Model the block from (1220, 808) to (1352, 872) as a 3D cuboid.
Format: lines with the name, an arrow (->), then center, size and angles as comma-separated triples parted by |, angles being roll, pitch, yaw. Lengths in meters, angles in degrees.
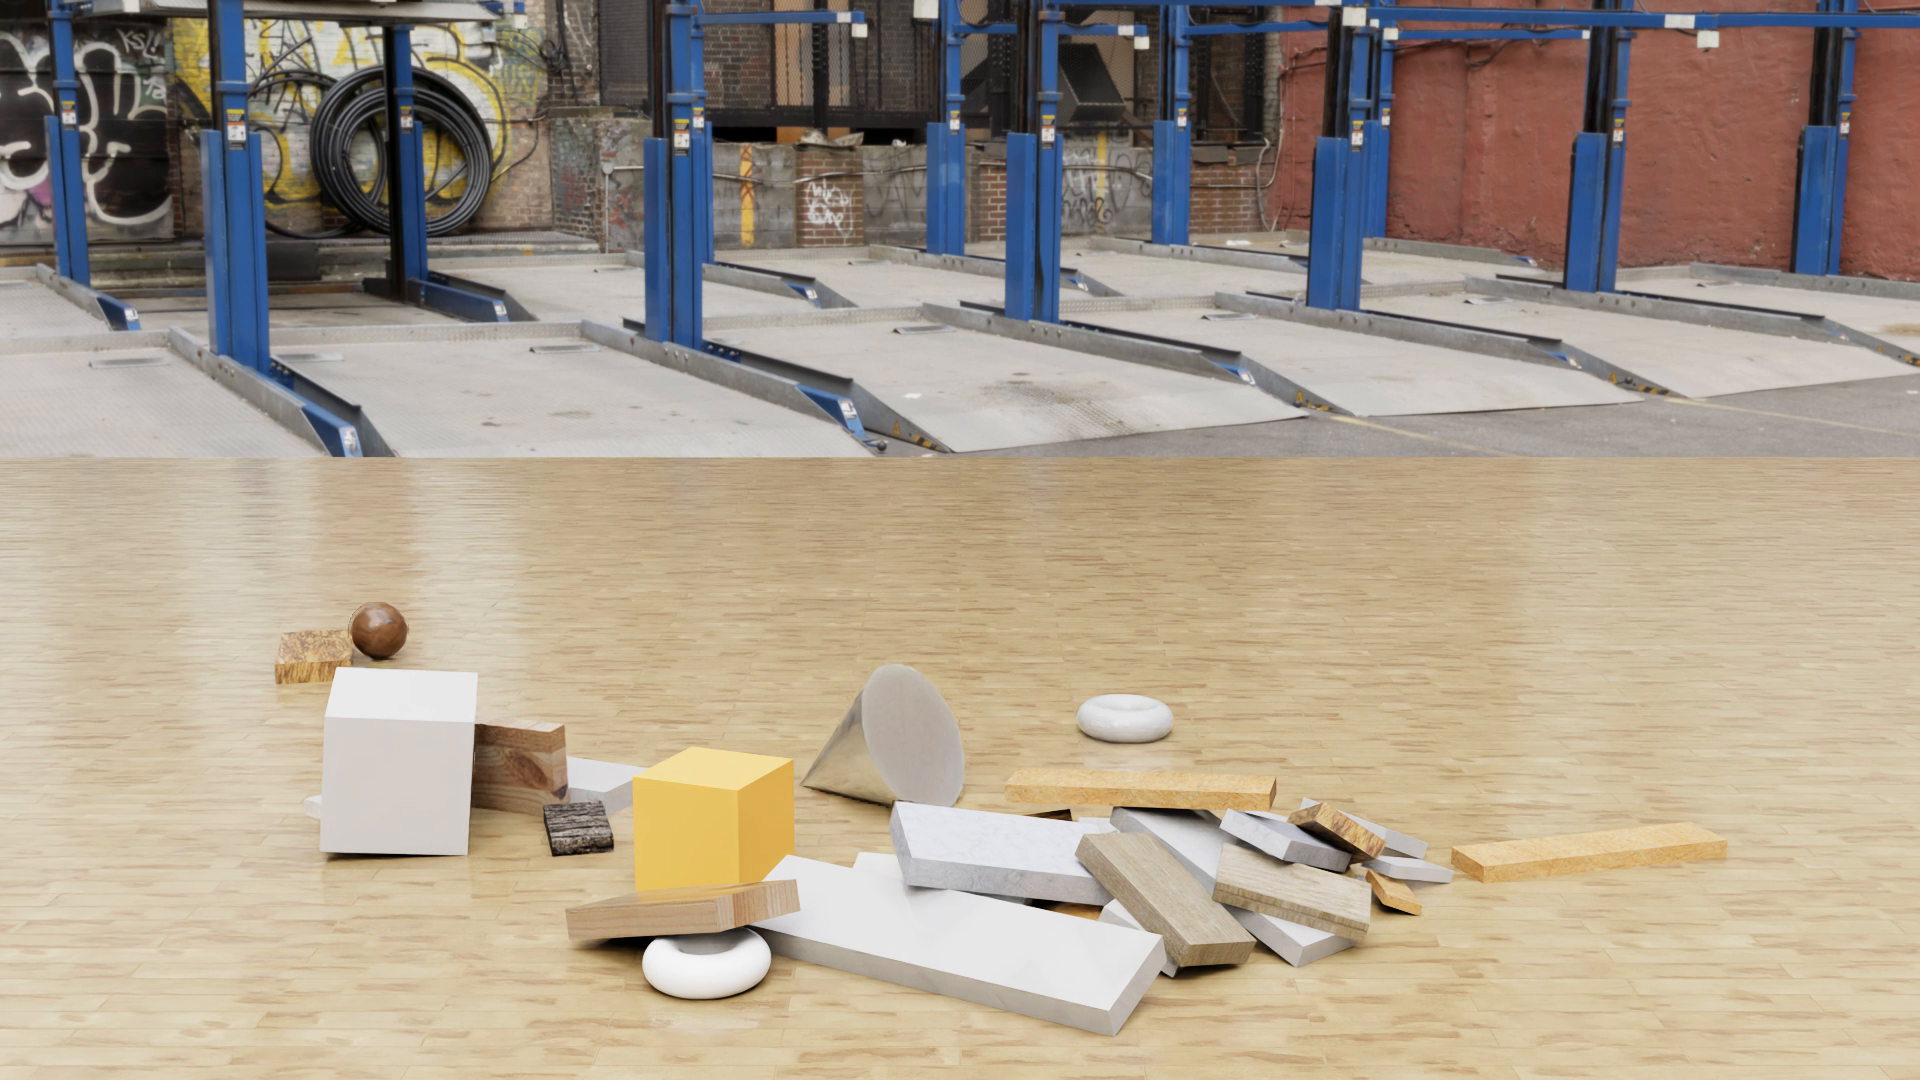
block -> 0.531, 0.489, 3.569 | 0.120, 0.034, 0.257 | 25, 2, 34

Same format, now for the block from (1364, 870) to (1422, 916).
block -> 0.713, 0.580, 3.621 | 0.063, 0.018, 0.125 | 19, 9, -7

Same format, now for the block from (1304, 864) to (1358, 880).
block -> 0.578, 0.561, 3.649 | 0.148, 0.021, 0.074 | -1, 11, -1

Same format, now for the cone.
cone -> -0.200, 0.424, 4.202 | 0.296, 0.296, 0.296 | -25, -4, 32

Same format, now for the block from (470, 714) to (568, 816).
block -> -0.896, 0.418, 4.134 | 0.335, 0.167, 0.047 | 4, 14, 21

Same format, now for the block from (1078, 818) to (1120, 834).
block -> 0.258, 0.536, 3.876 | 0.105, 0.030, 0.210 | 1, 11, 6

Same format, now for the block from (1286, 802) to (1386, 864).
block -> 0.626, 0.496, 3.691 | 0.120, 0.034, 0.239 | 32, -12, 2

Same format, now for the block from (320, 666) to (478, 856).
block -> -0.997, 0.392, 3.920 | 0.250, 0.250, 0.250 | 3, 16, -12

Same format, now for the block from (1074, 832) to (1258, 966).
block -> 0.314, 0.550, 3.388 | 0.141, 0.040, 0.283 | 5, 26, -38

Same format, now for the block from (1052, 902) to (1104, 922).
block -> 0.217, 0.609, 3.453 | 0.147, 0.042, 0.293 | 5, 12, 26

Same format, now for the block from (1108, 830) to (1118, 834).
block -> 0.192, 0.541, 3.697 | 0.169, 0.024, 0.085 | -21, 11, 4

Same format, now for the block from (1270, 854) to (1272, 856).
block -> 0.489, 0.554, 3.635 | 0.125, 0.018, 0.063 | -33, 9, 5

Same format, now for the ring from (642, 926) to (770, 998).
ring -> -0.379, 0.629, 3.289 | 0.192, 0.064, 0.192 | -1, 11, 0

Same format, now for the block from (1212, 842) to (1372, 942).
block -> 0.518, 0.548, 3.428 | 0.239, 0.034, 0.120 | 15, 24, 6

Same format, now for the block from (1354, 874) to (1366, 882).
block -> 0.603, 0.580, 3.667 | 0.148, 0.021, 0.074 | 0, 11, 1

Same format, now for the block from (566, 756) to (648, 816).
block -> -0.802, 0.461, 4.234 | 0.403, 0.047, 0.167 | 5, 12, 25

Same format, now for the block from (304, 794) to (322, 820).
block -> -1.102, 0.501, 4.066 | 0.213, 0.030, 0.107 | 8, 13, 37

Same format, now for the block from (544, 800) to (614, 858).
block -> -0.689, 0.520, 3.965 | 0.107, 0.030, 0.213 | -3, 11, -14

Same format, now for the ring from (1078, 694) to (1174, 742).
ring -> 0.348, 0.376, 4.637 | 0.204, 0.068, 0.204 | 1, 11, 0

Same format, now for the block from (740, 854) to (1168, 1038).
block -> -0.031, 0.602, 3.315 | 0.677, 0.048, 0.171 | 7, 33, 32

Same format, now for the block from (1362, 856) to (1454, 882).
block -> 0.754, 0.554, 3.705 | 0.148, 0.021, 0.074 | 11, 2, -38

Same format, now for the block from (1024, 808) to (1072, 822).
block -> 0.048, 0.528, 3.630 | 0.293, 0.042, 0.147 | -8, 35, -1

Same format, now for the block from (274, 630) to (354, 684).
block -> -1.533, 0.275, 5.234 | 0.167, 0.047, 0.335 | -3, 11, -14

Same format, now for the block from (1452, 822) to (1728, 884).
block -> 1.099, 0.544, 3.834 | 0.481, 0.031, 0.108 | -3, 11, -17

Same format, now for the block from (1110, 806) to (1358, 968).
block -> 0.435, 0.531, 3.516 | 0.141, 0.040, 0.424 | -10, 33, -40

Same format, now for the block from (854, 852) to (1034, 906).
block -> -0.037, 0.573, 3.503 | 0.293, 0.042, 0.147 | 3, 33, 14

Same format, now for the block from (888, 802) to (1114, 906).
block -> 0.070, 0.495, 3.474 | 0.342, 0.048, 0.171 | 8, 21, -15

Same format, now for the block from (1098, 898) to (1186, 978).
block -> 0.335, 0.585, 3.438 | 0.141, 0.040, 0.283 | 30, 21, 21

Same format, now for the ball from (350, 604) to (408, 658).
ball -> -1.401, 0.219, 5.305 | 0.133, 0.133, 0.133 | 0, 11, 0

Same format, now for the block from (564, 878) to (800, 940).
block -> -0.428, 0.567, 3.374 | 0.342, 0.048, 0.171 | -11, -4, 40

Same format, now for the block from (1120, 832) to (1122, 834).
block -> 0.358, 0.497, 3.648 | 0.169, 0.024, 0.085 | 15, 24, 20

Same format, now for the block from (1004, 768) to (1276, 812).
block -> 0.297, 0.410, 3.616 | 0.434, 0.030, 0.105 | 0, 10, 14

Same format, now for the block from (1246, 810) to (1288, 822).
block -> 0.579, 0.528, 3.920 | 0.216, 0.031, 0.108 | 10, 14, 42

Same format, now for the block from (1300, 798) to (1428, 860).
block -> 0.714, 0.511, 3.900 | 0.108, 0.031, 0.216 | 22, -3, -34

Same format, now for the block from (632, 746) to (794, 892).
block -> -0.414, 0.480, 3.717 | 0.198, 0.198, 0.198 | 4, 11, 23
